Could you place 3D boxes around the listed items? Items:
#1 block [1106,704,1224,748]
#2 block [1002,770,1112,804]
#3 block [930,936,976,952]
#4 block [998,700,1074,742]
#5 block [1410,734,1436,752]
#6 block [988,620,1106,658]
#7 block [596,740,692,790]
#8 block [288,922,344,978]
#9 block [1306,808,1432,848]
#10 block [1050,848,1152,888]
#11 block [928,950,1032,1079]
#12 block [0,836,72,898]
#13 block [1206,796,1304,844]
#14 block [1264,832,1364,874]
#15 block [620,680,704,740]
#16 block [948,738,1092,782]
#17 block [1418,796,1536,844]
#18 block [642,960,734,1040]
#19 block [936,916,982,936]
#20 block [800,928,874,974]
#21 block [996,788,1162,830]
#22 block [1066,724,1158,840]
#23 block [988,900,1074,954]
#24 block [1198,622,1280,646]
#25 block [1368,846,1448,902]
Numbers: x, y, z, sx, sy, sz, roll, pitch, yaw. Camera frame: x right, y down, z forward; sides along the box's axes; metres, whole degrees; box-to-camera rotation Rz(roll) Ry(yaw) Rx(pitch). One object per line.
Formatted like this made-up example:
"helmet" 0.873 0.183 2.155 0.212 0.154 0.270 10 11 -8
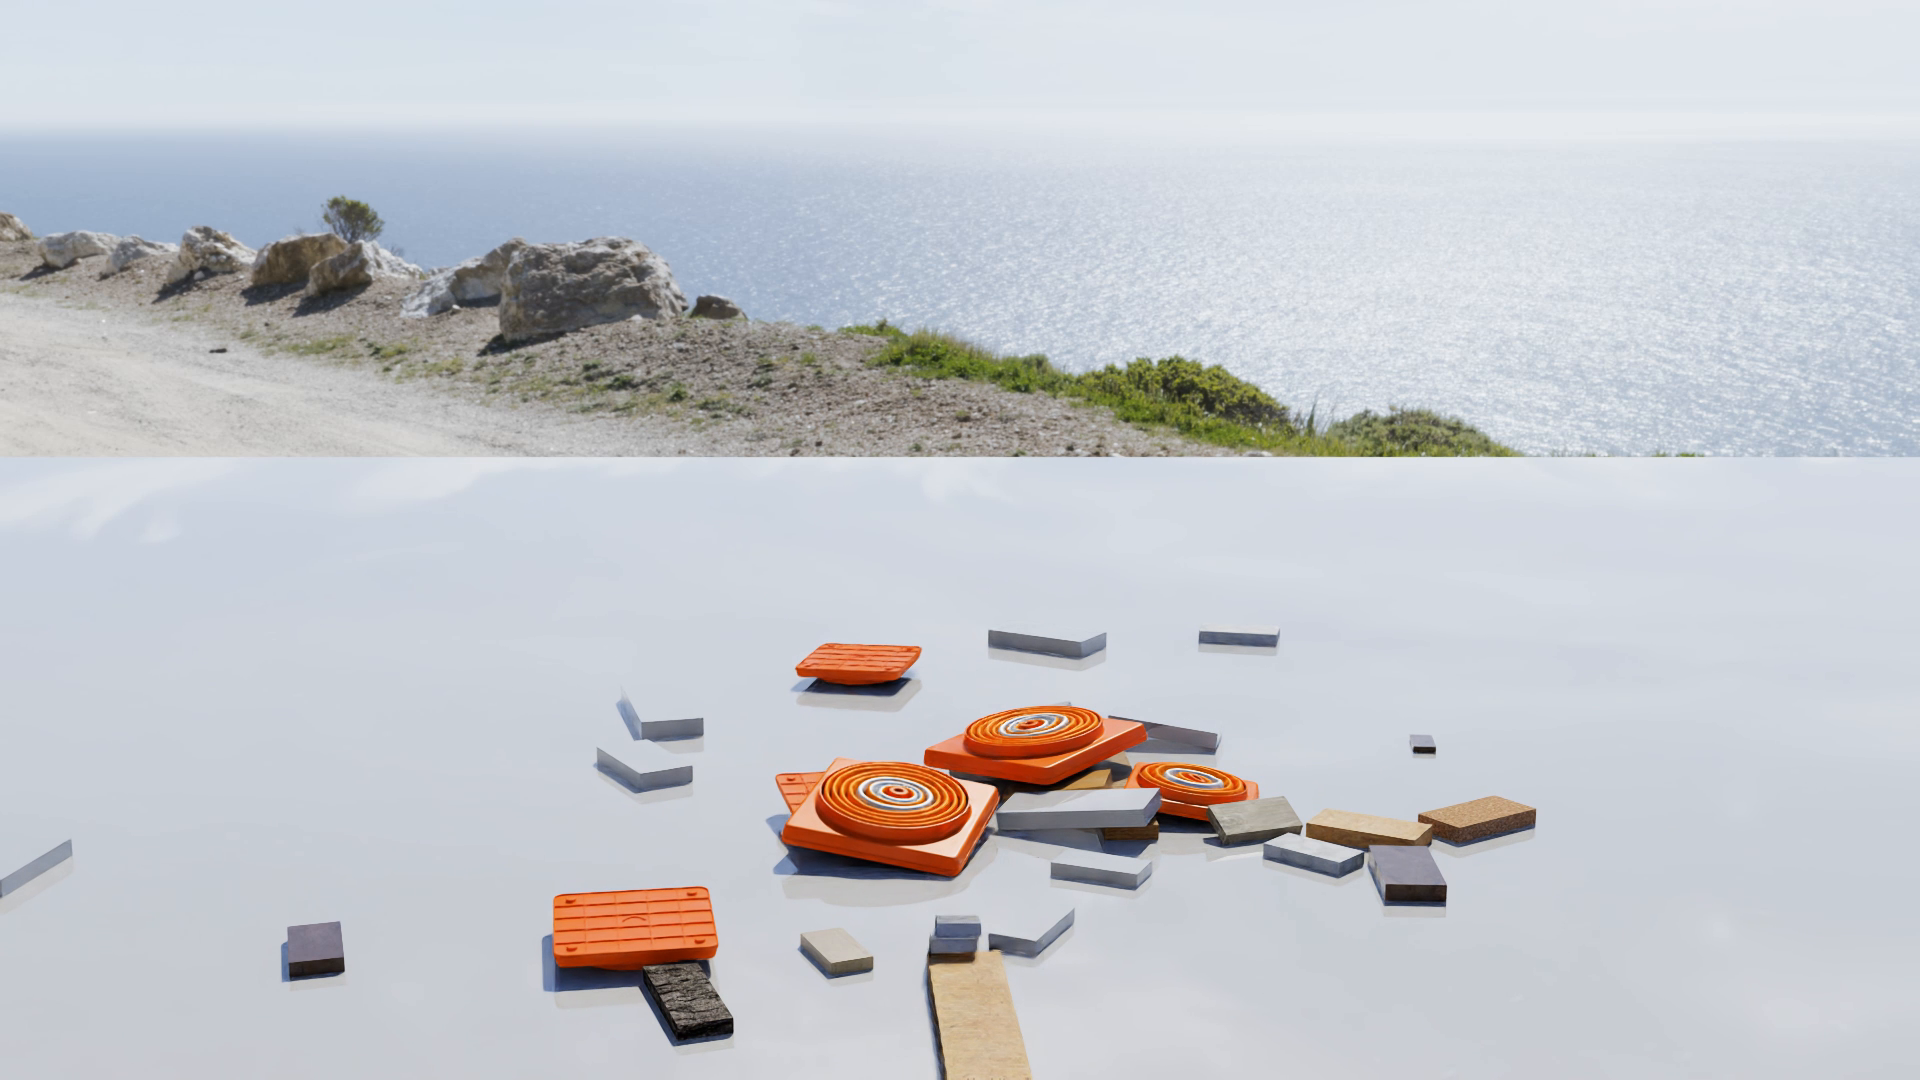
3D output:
"block" 0.429 0.387 4.591 0.229 0.032 0.114 9 10 12
"block" 0.185 0.470 4.146 0.193 0.027 0.097 -7 11 13
"block" -0.011 0.617 3.360 0.068 0.019 0.137 0 -7 -1
"block" 0.161 0.389 4.584 0.114 0.032 0.229 -13 7 14
"block" 0.956 0.421 4.545 0.045 0.013 0.091 1 11 6
"block" 0.216 0.242 5.439 0.262 0.037 0.131 6 12 31
"block" -0.628 0.444 4.369 0.111 0.031 0.221 -6 12 -31
"block" -0.994 0.630 3.391 0.081 0.023 0.161 -3 11 -17
"block" 0.735 0.523 3.949 0.202 0.029 0.101 6 12 29
"block" 0.242 0.561 3.765 0.157 0.022 0.078 5 11 23
"block" 0.029 0.695 3.016 0.111 0.031 0.635 -1 11 -4
"block" -1.629 0.557 3.761 0.111 0.031 0.221 1 11 7
"block" 0.532 0.505 3.975 0.157 0.022 0.078 -4 38 -21
"block" 0.617 0.547 3.839 0.157 0.022 0.078 9 14 41
"block" -0.649 0.366 4.774 0.131 0.037 0.339 -3 11 -16
"block" 0.119 0.433 4.330 0.262 0.037 0.131 -4 11 12
"block" 0.946 0.510 4.023 0.202 0.029 0.101 -7 13 -34
"block" -0.397 0.666 3.195 0.081 0.023 0.235 -4 11 -19
"block" -0.003 0.604 3.445 0.068 0.019 0.137 0 -4 -1
"block" -0.190 0.632 3.387 0.068 0.019 0.137 -5 11 -23
"block" 0.217 0.489 4.003 0.280 0.032 0.114 -4 12 21
"block" 0.289 0.462 4.280 0.097 0.027 0.685 -1 11 -3
"block" 0.115 0.613 3.483 0.081 0.023 0.161 5 12 24
"block" 0.700 0.235 5.506 0.193 0.027 0.097 2 11 13
"block" 0.757 0.564 3.730 0.101 0.029 0.202 0 11 2
